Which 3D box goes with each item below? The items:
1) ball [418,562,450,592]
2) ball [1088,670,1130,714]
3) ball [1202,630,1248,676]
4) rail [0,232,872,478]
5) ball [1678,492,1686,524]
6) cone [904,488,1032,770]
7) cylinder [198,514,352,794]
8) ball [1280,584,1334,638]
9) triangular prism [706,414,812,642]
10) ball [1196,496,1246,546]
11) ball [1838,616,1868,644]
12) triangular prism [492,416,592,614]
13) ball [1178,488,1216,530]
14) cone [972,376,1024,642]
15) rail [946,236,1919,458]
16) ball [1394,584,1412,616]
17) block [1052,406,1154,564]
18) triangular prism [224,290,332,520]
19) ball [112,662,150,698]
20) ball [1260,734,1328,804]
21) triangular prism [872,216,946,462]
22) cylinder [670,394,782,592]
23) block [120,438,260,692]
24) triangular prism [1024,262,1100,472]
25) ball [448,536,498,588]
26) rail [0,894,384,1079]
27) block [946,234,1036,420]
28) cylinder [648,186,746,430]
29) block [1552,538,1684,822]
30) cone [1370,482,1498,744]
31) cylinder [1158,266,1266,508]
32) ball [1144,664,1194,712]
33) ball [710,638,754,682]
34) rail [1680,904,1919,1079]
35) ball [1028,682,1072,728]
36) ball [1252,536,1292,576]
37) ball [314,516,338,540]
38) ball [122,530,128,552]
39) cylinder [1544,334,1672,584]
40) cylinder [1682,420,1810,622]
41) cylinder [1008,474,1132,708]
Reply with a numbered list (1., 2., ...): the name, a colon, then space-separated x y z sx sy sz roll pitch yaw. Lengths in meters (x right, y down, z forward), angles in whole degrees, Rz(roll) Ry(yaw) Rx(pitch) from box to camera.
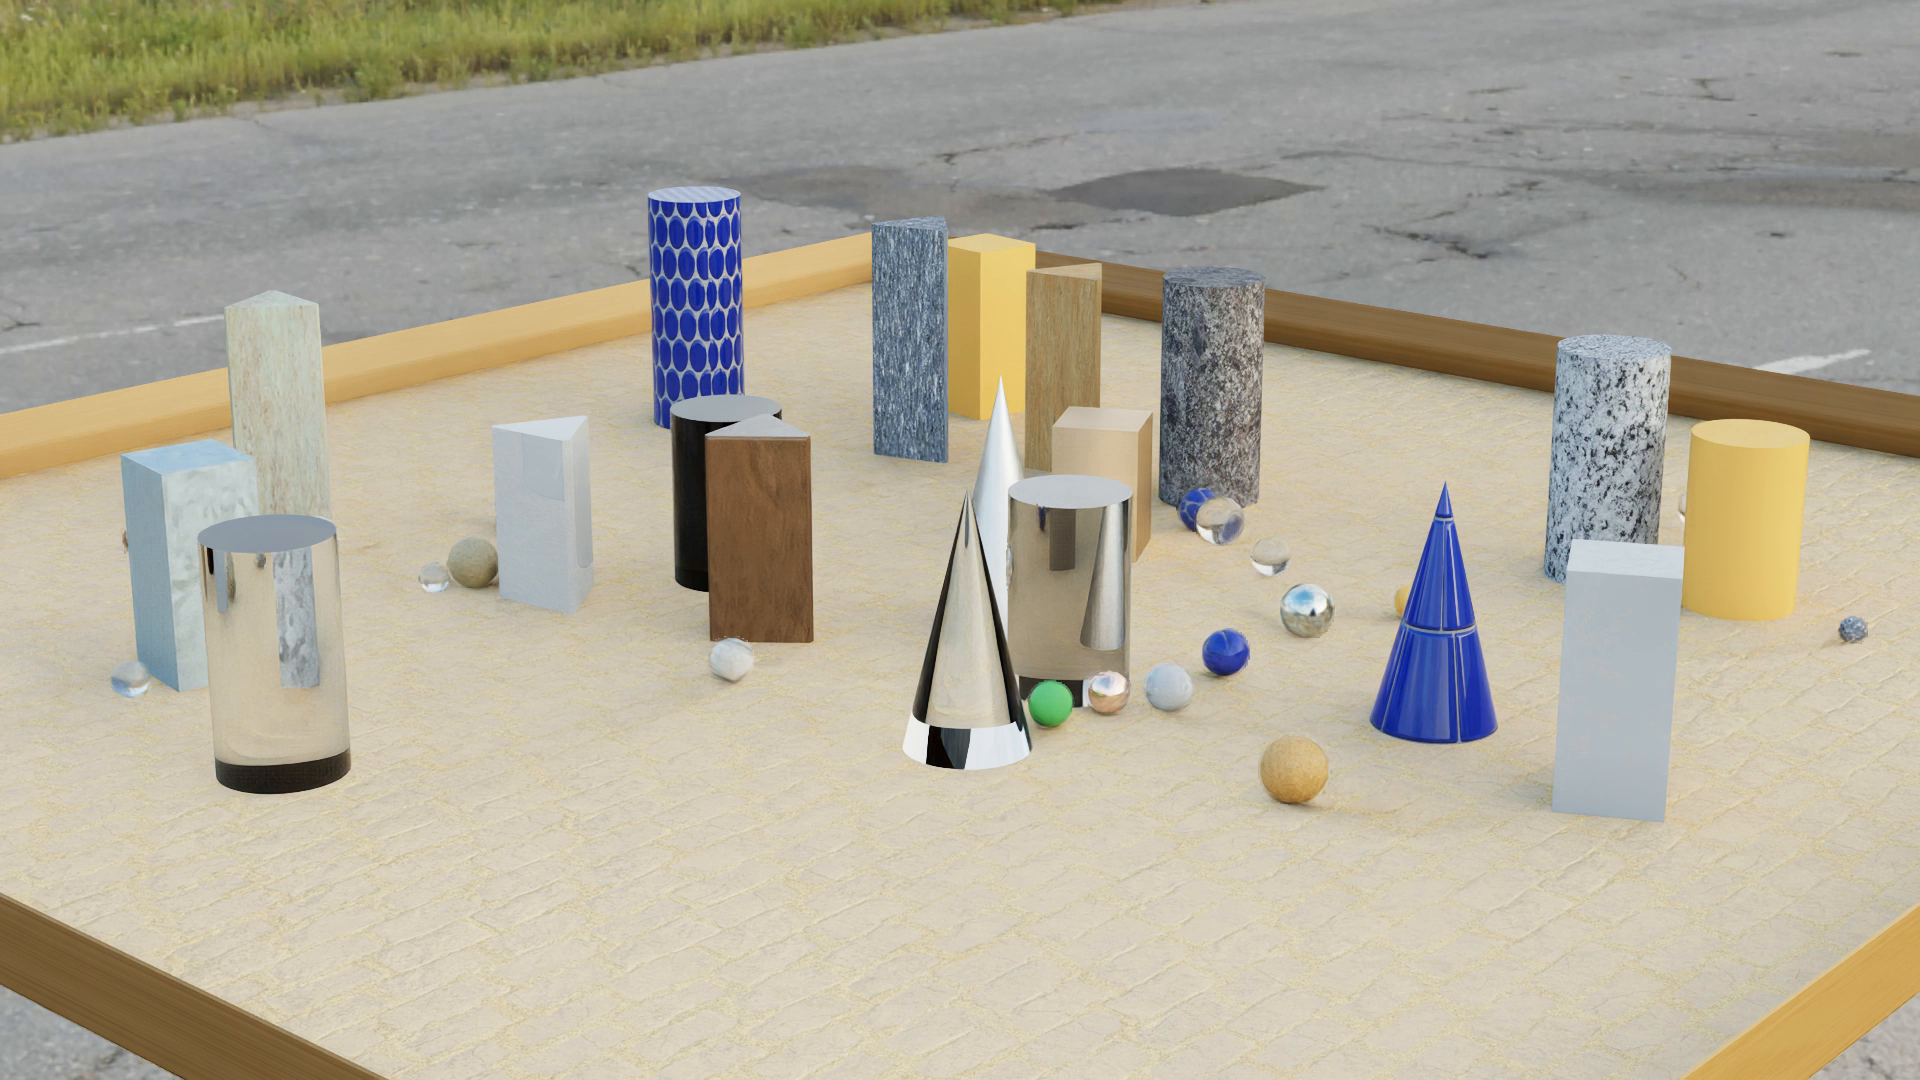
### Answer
1. ball: -0.922 0.066 5.138 0.053 0.053 0.053 0 17 0
2. ball: 0.231 0.236 4.553 0.066 0.066 0.066 0 17 0
3. ball: 0.426 0.181 4.720 0.075 0.075 0.075 0 17 0
4. rail: -1.448 -0.331 6.324 0.045 0.127 3.946 14 22 39
5. ball: 1.390 -0.058 5.489 0.089 0.089 0.089 0 17 0
6. cone: 0.011 0.115 4.361 0.196 0.409 0.196 0 17 0
7. cylinder: -0.997 0.165 4.273 0.196 0.364 0.196 0 17 0
8. ball: 0.579 0.118 4.903 0.090 0.090 0.090 0 17 0
9. triangular prism: -0.329 -0.022 4.907 0.170 0.355 0.147 0 17 2
10. ball: 0.481 -0.036 5.411 0.090 0.090 0.090 0 17 0
11. ball: 1.485 0.149 4.877 0.045 0.045 0.045 0 17 0
12. triangular prism: -0.693 -0.052 5.091 0.170 0.307 0.147 11 20 33
13. ball: 0.451 -0.058 5.502 0.081 0.081 0.081 0 17 0
14. cone: 0.067 -0.062 4.894 0.196 0.439 0.196 0 17 0
15. rail: 1.278 -0.393 6.529 3.883 0.127 0.045 14 22 39
16. ball: 0.770 0.105 4.996 0.061 0.061 0.061 0 17 0
17. block: 0.260 -0.103 5.365 0.157 0.246 0.157 4 17 13
18. triangular prism: -1.292 -0.253 5.563 0.170 0.419 0.147 -3 17 -11
19. ball: -1.307 0.220 4.623 0.057 0.057 0.057 0 17 0
20. ball: 0.478 0.328 4.193 0.098 0.098 0.098 0 17 0
21. triangular prism: -0.070 -0.416 5.999 0.170 0.479 0.147 8 19 26
22. cylinder: -0.411 -0.083 5.189 0.196 0.310 0.196 0 17 0
23. block: -1.225 0.039 4.701 0.157 0.358 0.157 -13 21 -37
24. triangular prism: 0.242 -0.346 5.899 0.170 0.404 0.147 10 20 31
25. ball: -0.857 0.039 5.164 0.091 0.091 0.091 0 17 0
26. rail: -1.278 0.457 3.711 3.883 0.127 0.045 14 22 39
27. block: 0.051 -0.464 6.356 0.157 0.365 0.157 -14 22 -39
28. cylinder: -0.559 -0.492 6.235 0.196 0.490 0.196 0 17 0
29. block: 0.936 0.198 4.170 0.157 0.360 0.157 4 17 14
30. cone: 0.730 0.095 4.463 0.196 0.388 0.196 0 17 0
31. cylinder: 0.486 -0.294 5.667 0.196 0.437 0.196 0 17 0
32. ball: 0.325 0.230 4.556 0.075 0.075 0.075 0 17 0
33. ball: -0.365 0.192 4.694 0.069 0.069 0.069 0 17 0
34. rail: 1.448 0.395 3.916 0.045 0.127 3.946 14 22 39
35. ball: 0.138 0.253 4.494 0.068 0.068 0.068 0 17 0
36. ball: 0.555 0.029 5.230 0.072 0.072 0.072 0 17 0
37. ball: -1.173 -0.008 5.351 0.072 0.072 0.072 0 17 0
38. ball: -1.481 -0.002 5.326 0.076 0.076 0.076 0 17 0
39. cylinder: 1.144 -0.138 5.186 0.196 0.417 0.196 0 17 0
40. cylinder: 1.347 -0.036 5.042 0.196 0.305 0.196 0 17 0
41. cylinder: 0.172 0.078 4.630 0.196 0.323 0.196 0 17 0
